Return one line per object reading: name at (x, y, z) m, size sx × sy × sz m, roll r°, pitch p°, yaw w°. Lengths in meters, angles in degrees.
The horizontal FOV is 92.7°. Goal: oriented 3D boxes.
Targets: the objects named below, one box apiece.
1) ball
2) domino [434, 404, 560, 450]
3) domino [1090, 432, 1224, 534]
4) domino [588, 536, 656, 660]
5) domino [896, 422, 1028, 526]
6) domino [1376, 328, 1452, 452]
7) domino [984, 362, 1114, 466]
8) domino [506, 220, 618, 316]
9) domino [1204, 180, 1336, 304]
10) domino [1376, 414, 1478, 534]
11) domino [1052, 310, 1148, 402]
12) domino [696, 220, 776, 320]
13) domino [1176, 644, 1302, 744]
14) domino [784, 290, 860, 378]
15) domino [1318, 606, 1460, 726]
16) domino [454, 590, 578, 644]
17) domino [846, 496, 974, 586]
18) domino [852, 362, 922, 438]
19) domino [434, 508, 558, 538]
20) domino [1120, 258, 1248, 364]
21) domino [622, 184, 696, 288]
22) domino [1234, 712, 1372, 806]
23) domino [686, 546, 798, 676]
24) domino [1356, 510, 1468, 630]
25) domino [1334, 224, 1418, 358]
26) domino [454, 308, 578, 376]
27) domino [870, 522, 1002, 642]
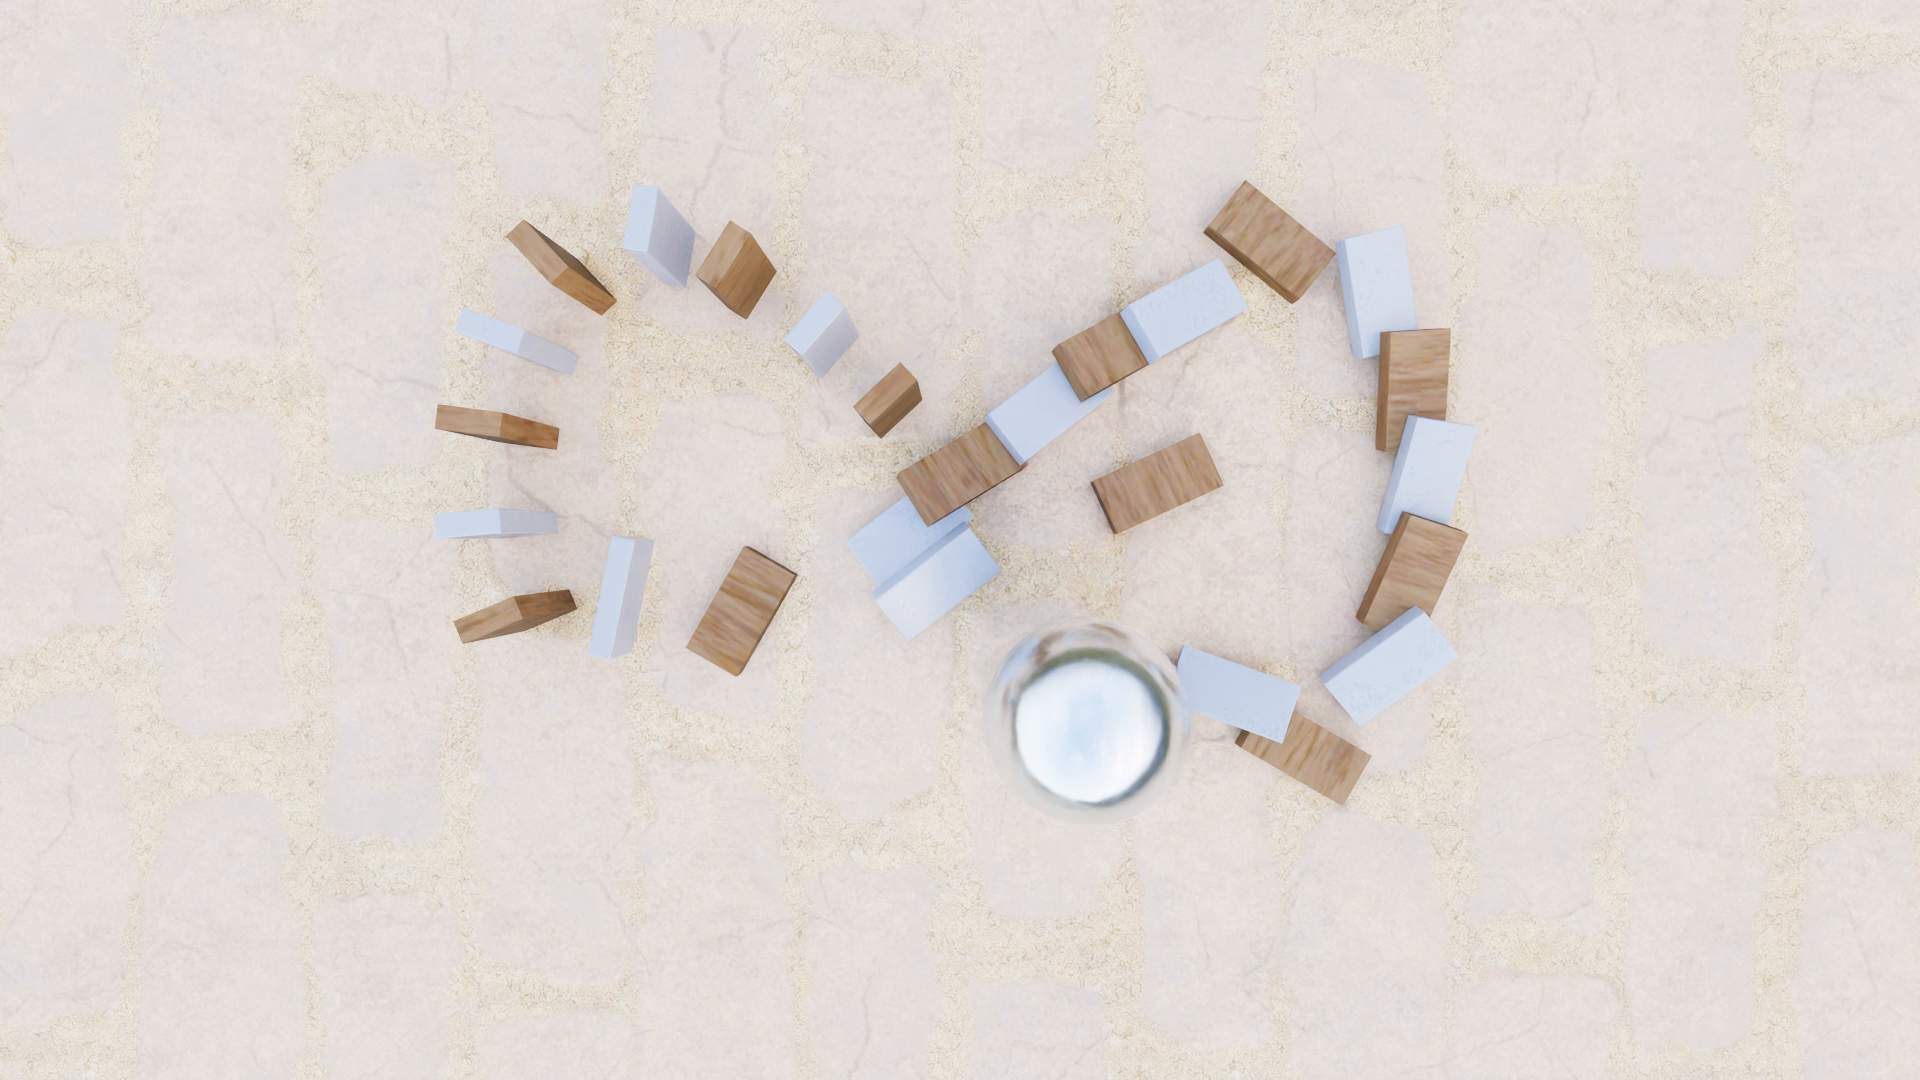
ball at (0.049, 0.070, 0.360) m, size 0.080 × 0.080 × 0.080 m, roll 0°, pitch 90°, yaw 0°
domino at (-0.188, -0.046, 0.375) m, size 0.025 × 0.050 × 0.009 m, roll 7°, pitch 90°, yaw 0°
domino at (0.085, -0.024, 0.395) m, size 0.050 × 0.010 × 0.025 m, roll -24°, pitch 90°, yaw 0°
domino at (-0.143, 0.024, 0.388) m, size 0.009 × 0.025 × 0.050 m, roll 12°, pitch 90°, yaw 0°
domino at (0.001, -0.029, 0.388) m, size 0.050 × 0.009 × 0.025 m, roll -32°, pitch 88°, yaw -17°
domino at (0.192, -0.064, 0.390) m, size 0.025 × 0.009 × 0.050 m, roll -4°, pitch 103°, yaw 0°
domino at (0.038, -0.057, 0.390) m, size 0.050 × 0.009 × 0.025 m, roll -38°, pitch 90°, yaw -13°
domino at (-0.162, -0.110, 0.375) m, size 0.009 × 0.050 × 0.025 m, roll -43°, pitch 90°, yaw 0°
domino at (0.133, -0.128, 0.395) m, size 0.050 × 0.010 × 0.025 m, roll 39°, pitch 90°, yaw 0°
domino at (0.198, -0.026, 0.389) m, size 0.025 × 0.009 × 0.050 m, roll 9°, pitch 106°, yaw 0°
domino at (0.067, -0.082, 0.389) m, size 0.050 × 0.010 × 0.025 m, roll -30°, pitch 90°, yaw -15°
domino at (-0.091, -0.109, 0.375) m, size 0.009 × 0.050 × 0.025 m, roll 32°, pitch 90°, yaw 0°
domino at (0.115, 0.065, 0.389) m, size 0.050 × 0.010 × 0.025 m, roll 19°, pitch 88°, yaw 13°
domino at (-0.056, -0.083, 0.375) m, size 0.009 × 0.050 × 0.025 m, roll 42°, pitch 90°, yaw 0°
domino at (0.181, 0.054, 0.389) m, size 0.050 × 0.010 × 0.025 m, roll -40°, pitch 97°, yaw 11°
domino at (-0.180, 0.031, 0.375) m, size 0.025 × 0.050 × 0.010 m, roll -23°, pitch 90°, yaw 0°
domino at (-0.022, -0.004, 0.395) m, size 0.050 × 0.009 × 0.025 m, roll -37°, pitch 90°, yaw 0°
domino at (-0.029, -0.056, 0.375) m, size 0.025 × 0.050 × 0.009 m, roll -43°, pitch 90°, yaw 0°
domino at (-0.188, -0.006, 0.375) m, size 0.025 × 0.050 × 0.010 m, roll -5°, pitch 90°, yaw 0°
domino at (0.095, -0.097, 0.388) m, size 0.050 × 0.010 × 0.025 m, roll -30°, pitch 90°, yaw -17°
domino at (-0.122, -0.123, 0.375) m, size 0.009 × 0.050 × 0.025 m, roll 10°, pitch 90°, yaw 0°
domino at (0.148, 0.090, 0.395) m, size 0.050 × 0.010 × 0.025 m, roll 30°, pitch 90°, yaw 0°
domino at (-0.094, 0.031, 0.395) m, size 0.025 × 0.009 × 0.050 m, roll 30°, pitch 90°, yaw 0°
domino at (0.191, 0.016, 0.389) m, size 0.025 × 0.009 × 0.050 m, roll 18°, pitch 104°, yaw 0°
domino at (0.178, -0.105, 0.390) m, size 0.025 × 0.009 × 0.050 m, roll -15°, pitch 102°, yaw 0°
domino at (-0.180, -0.080, 0.375) m, size 0.025 × 0.050 × 0.009 m, roll 19°, pitch 90°, yaw 0°
domino at (-0.010, 0.018, 0.391) m, size 0.050 × 0.010 × 0.025 m, roll -38°, pitch 114°, yaw 0°
